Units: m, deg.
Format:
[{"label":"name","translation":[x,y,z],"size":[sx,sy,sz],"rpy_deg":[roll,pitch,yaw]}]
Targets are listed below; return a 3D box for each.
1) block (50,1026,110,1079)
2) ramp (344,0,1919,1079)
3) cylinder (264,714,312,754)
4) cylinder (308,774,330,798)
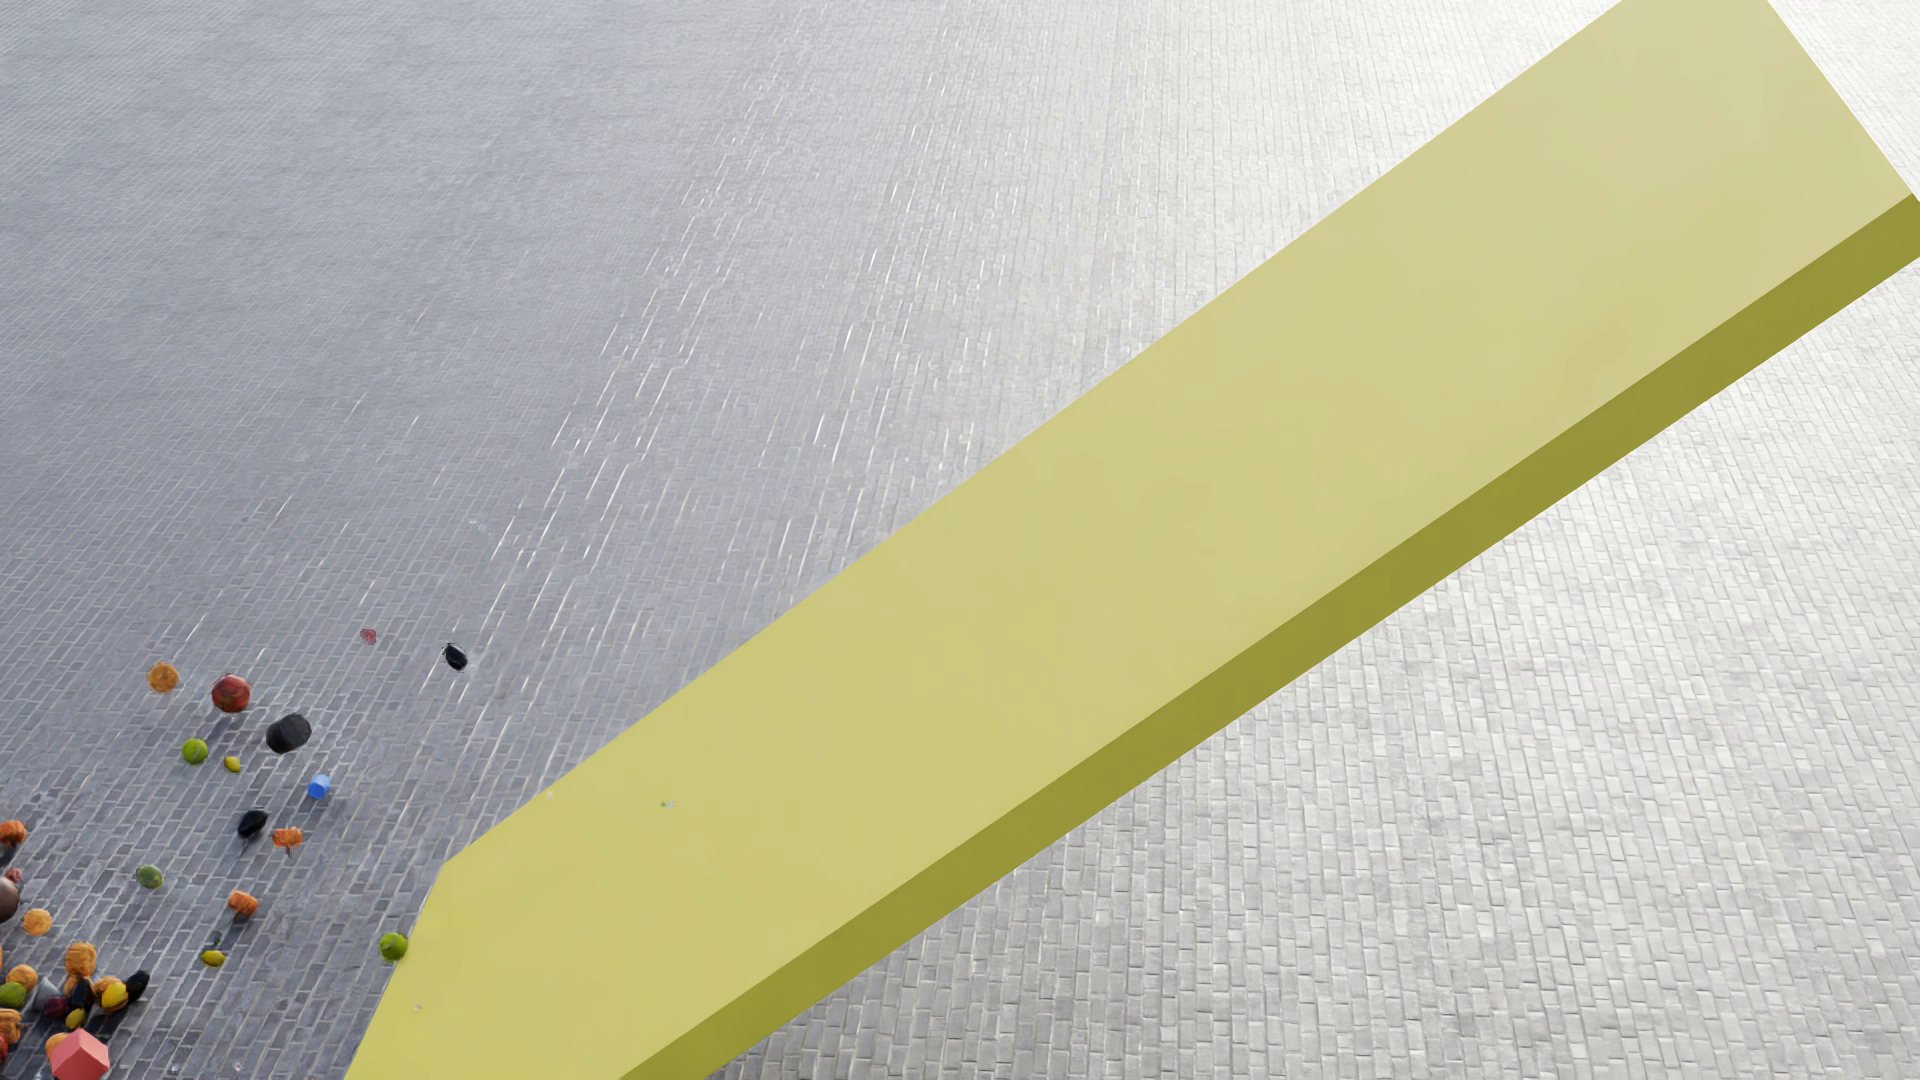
[{"label":"block","translation":[-2.102,1.243,7.026],"size":[0.094,0.094,0.094],"rpy_deg":[-42,29,2]},{"label":"ramp","translation":[0.120,0.185,6.341],"size":[4.000,0.100,2.000],"rpy_deg":[-36,16,18]},{"label":"cylinder","translation":[-1.933,0.557,8.459],"size":[0.096,0.096,0.096],"rpy_deg":[-25,0,-43]},{"label":"cylinder","translation":[-1.821,0.700,8.356],"size":[0.051,0.051,0.051],"rpy_deg":[4,25,9]}]
